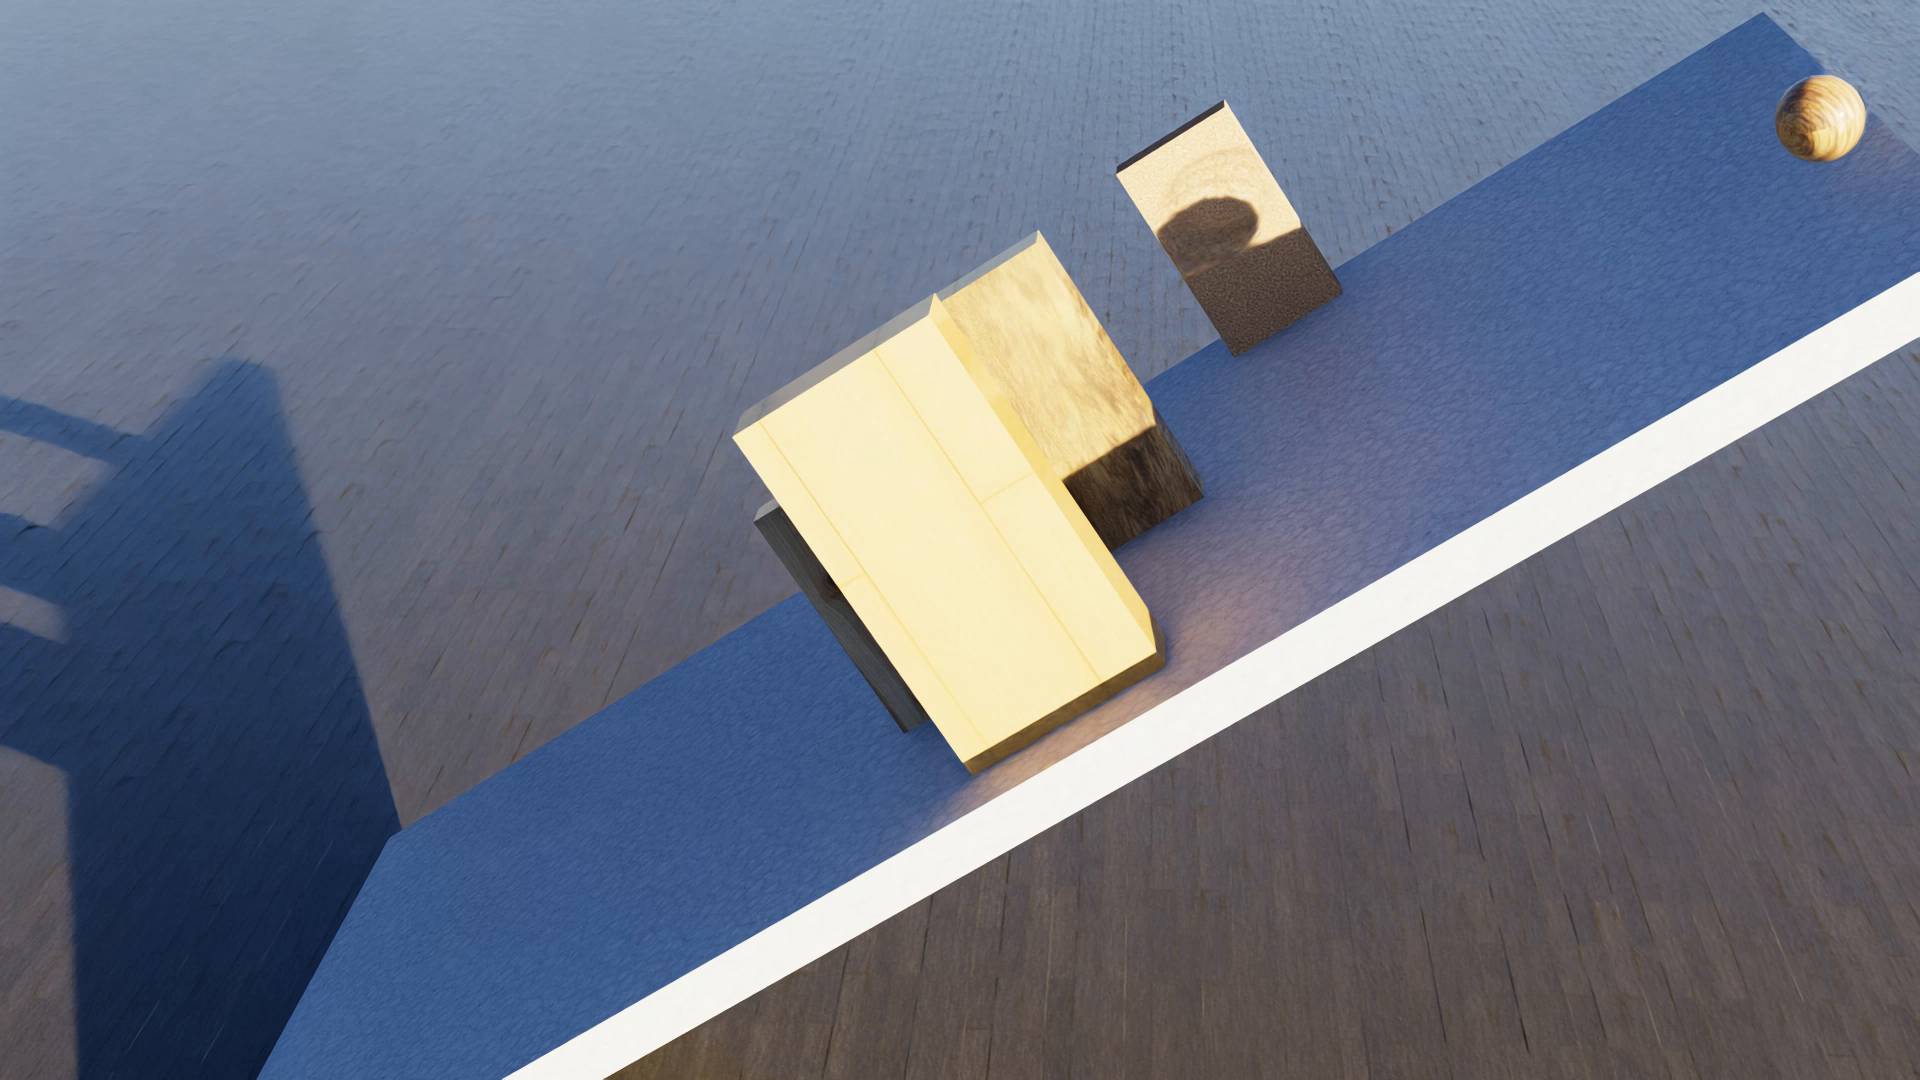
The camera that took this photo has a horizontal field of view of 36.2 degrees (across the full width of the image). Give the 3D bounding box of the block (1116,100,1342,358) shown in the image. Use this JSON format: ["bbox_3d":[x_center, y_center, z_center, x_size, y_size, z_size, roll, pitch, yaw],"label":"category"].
[{"bbox_3d":[0.624,-0.718,6.806,0.291,0.517,0.083,-31,15,14],"label":"block"}]

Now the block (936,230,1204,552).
[{"bbox_3d":[0.186,-0.275,6.128,0.356,0.644,0.106,-31,15,14],"label":"block"}]

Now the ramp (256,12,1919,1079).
[{"bbox_3d":[0.139,0.171,6.296,4.000,0.100,2.000,-31,15,14],"label":"ramp"}]

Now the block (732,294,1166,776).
[{"bbox_3d":[-0.012,-0.003,5.427,0.426,0.791,0.147,-31,15,14],"label":"block"}]

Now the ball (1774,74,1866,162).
[{"bbox_3d":[1.635,-0.801,5.592,0.166,0.166,0.166,0,20,0],"label":"ball"}]

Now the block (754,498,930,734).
[{"bbox_3d":[-0.081,0.058,5.875,0.424,0.538,0.082,-31,15,14],"label":"block"}]
